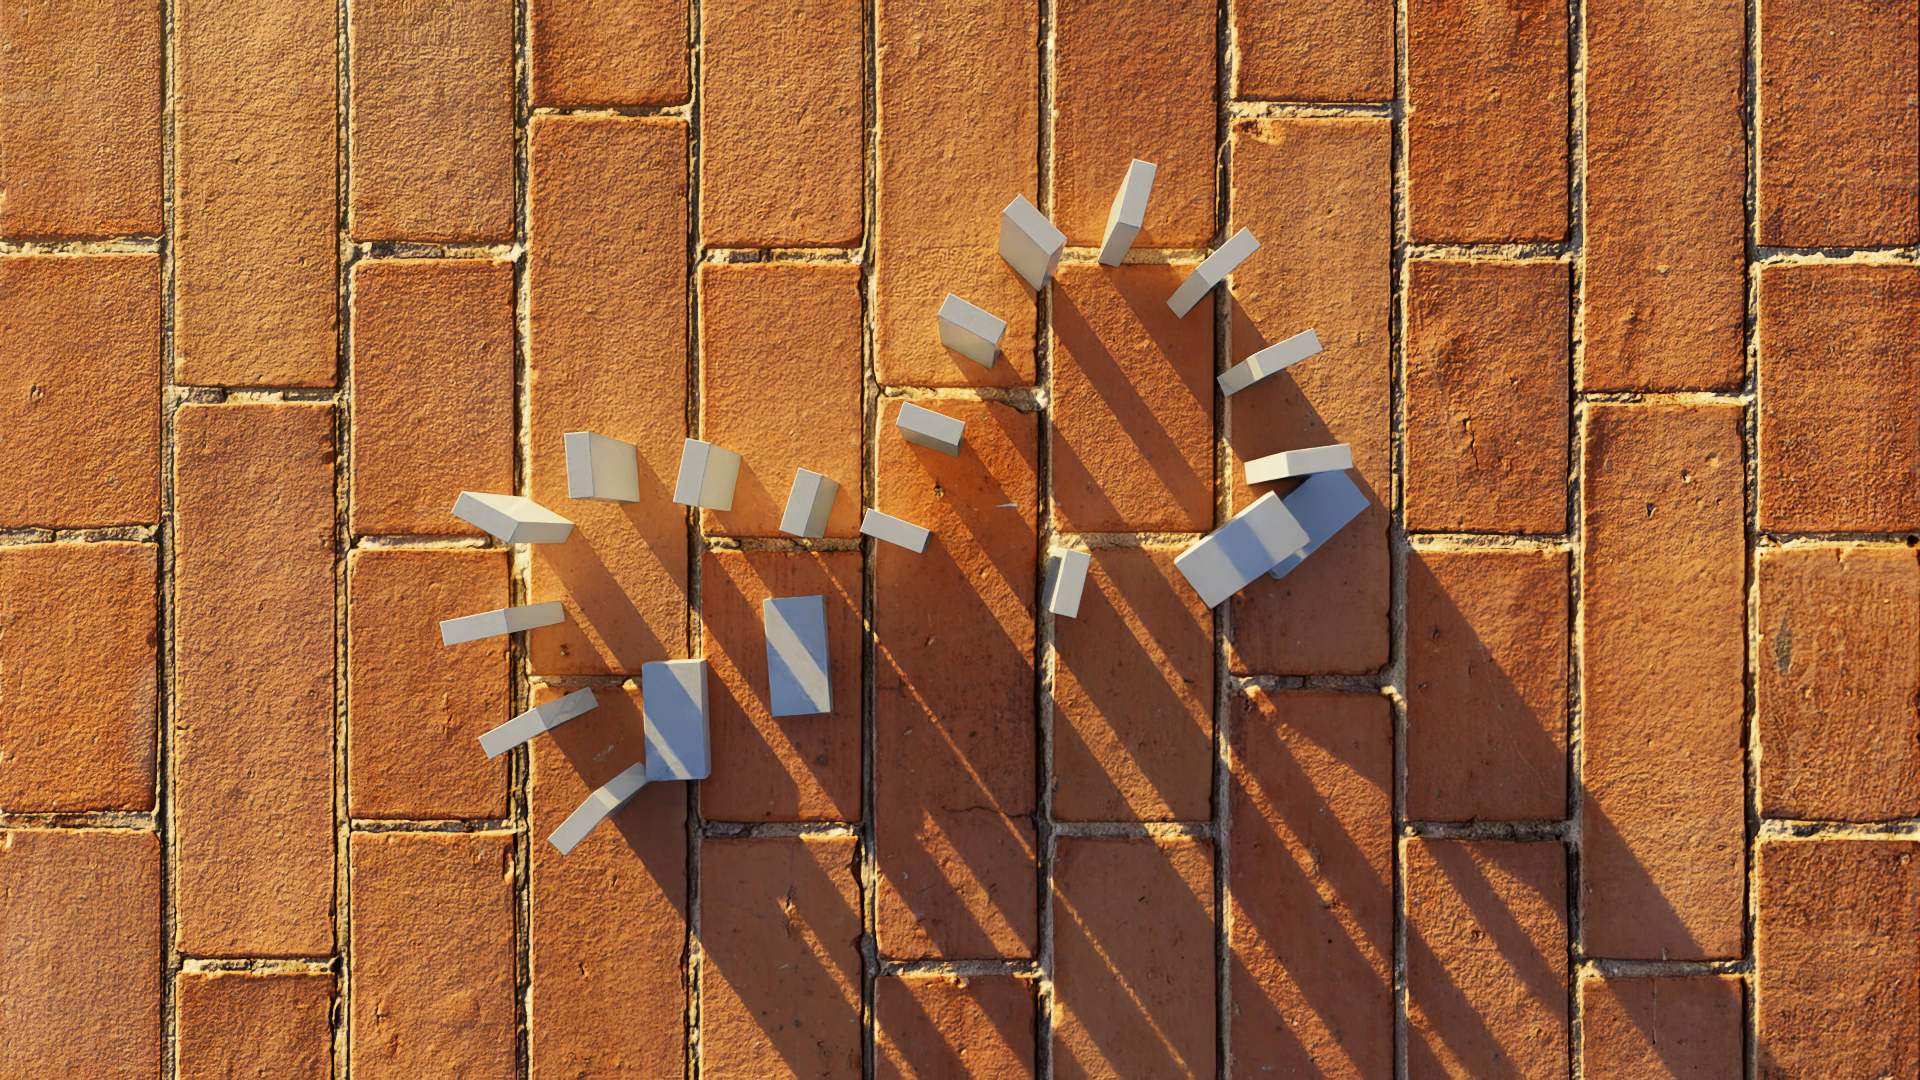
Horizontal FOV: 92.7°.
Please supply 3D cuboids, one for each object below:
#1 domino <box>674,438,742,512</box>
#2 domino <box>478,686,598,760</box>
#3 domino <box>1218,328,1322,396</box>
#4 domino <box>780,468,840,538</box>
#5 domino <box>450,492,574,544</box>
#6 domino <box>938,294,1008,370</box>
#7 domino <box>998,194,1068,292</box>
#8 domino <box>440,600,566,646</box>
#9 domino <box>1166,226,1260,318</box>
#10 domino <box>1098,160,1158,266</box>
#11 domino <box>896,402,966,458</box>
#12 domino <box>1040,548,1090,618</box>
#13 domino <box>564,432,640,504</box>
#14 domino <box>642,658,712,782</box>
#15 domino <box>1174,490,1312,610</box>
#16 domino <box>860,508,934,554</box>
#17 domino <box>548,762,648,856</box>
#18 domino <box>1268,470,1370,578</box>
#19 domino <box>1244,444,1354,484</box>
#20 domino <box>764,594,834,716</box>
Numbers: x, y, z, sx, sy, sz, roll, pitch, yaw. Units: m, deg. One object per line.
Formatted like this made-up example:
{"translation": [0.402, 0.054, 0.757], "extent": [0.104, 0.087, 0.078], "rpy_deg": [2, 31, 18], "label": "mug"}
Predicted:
{"translation": [-0.102, -0.026, 0.375], "extent": [0.010, 0.050, 0.025], "rpy_deg": [11, 90, 0], "label": "domino"}
{"translation": [-0.171, 0.074, 0.375], "extent": [0.025, 0.050, 0.009], "rpy_deg": [-28, 90, 0], "label": "domino"}
{"translation": [0.125, -0.072, 0.375], "extent": [0.025, 0.050, 0.010], "rpy_deg": [-24, 90, 0], "label": "domino"}
{"translation": [-0.061, -0.014, 0.375], "extent": [0.010, 0.050, 0.025], "rpy_deg": [17, 90, 0], "label": "domino"}
{"translation": [-0.181, -0.009, 0.375], "extent": [0.025, 0.050, 0.010], "rpy_deg": [27, 90, 0], "label": "domino"}
{"translation": [0.005, -0.085, 0.375], "extent": [0.025, 0.050, 0.009], "rpy_deg": [28, 90, 0], "label": "domino"}
{"translation": [0.029, -0.120, 0.375], "extent": [0.025, 0.050, 0.009], "rpy_deg": [44, 90, 0], "label": "domino"}
{"translation": [-0.186, 0.033, 0.375], "extent": [0.025, 0.050, 0.009], "rpy_deg": [-12, 90, 0], "label": "domino"}
{"translation": [0.103, -0.108, 0.375], "extent": [0.025, 0.050, 0.009], "rpy_deg": [-40, 90, 0], "label": "domino"}
{"translation": [0.068, -0.132, 0.375], "extent": [0.009, 0.050, 0.025], "rpy_deg": [15, 90, 0], "label": "domino"}
{"translation": [-0.011, -0.044, 0.375], "extent": [0.025, 0.050, 0.009], "rpy_deg": [19, 90, 0], "label": "domino"}
{"translation": [0.043, 0.017, 0.375], "extent": [0.010, 0.050, 0.025], "rpy_deg": [13, 90, 0], "label": "domino"}
{"translation": [-0.145, -0.029, 0.375], "extent": [0.010, 0.050, 0.025], "rpy_deg": [-5, 90, 0], "label": "domino"}
{"translation": [-0.122, 0.077, 0.395], "extent": [0.025, 0.009, 0.050], "rpy_deg": [-2, 90, 0], "label": "domino"}
{"translation": [0.119, 0.004, 0.387], "extent": [0.050, 0.010, 0.025], "rpy_deg": [-38, 91, 19], "label": "domino"}
{"translation": [-0.025, -0.003, 0.375], "extent": [0.025, 0.050, 0.009], "rpy_deg": [20, 90, 0], "label": "domino"}
{"translation": [-0.146, 0.109, 0.375], "extent": [0.009, 0.050, 0.025], "rpy_deg": [45, 90, 0], "label": "domino"}
{"translation": [0.148, -0.009, 0.395], "extent": [0.050, 0.010, 0.025], "rpy_deg": [-40, 90, 0], "label": "domino"}
{"translation": [0.137, -0.031, 0.375], "extent": [0.025, 0.050, 0.010], "rpy_deg": [-8, 90, 0], "label": "domino"}
{"translation": [-0.070, 0.049, 0.395], "extent": [0.025, 0.009, 0.050], "rpy_deg": [-4, 90, 0], "label": "domino"}
